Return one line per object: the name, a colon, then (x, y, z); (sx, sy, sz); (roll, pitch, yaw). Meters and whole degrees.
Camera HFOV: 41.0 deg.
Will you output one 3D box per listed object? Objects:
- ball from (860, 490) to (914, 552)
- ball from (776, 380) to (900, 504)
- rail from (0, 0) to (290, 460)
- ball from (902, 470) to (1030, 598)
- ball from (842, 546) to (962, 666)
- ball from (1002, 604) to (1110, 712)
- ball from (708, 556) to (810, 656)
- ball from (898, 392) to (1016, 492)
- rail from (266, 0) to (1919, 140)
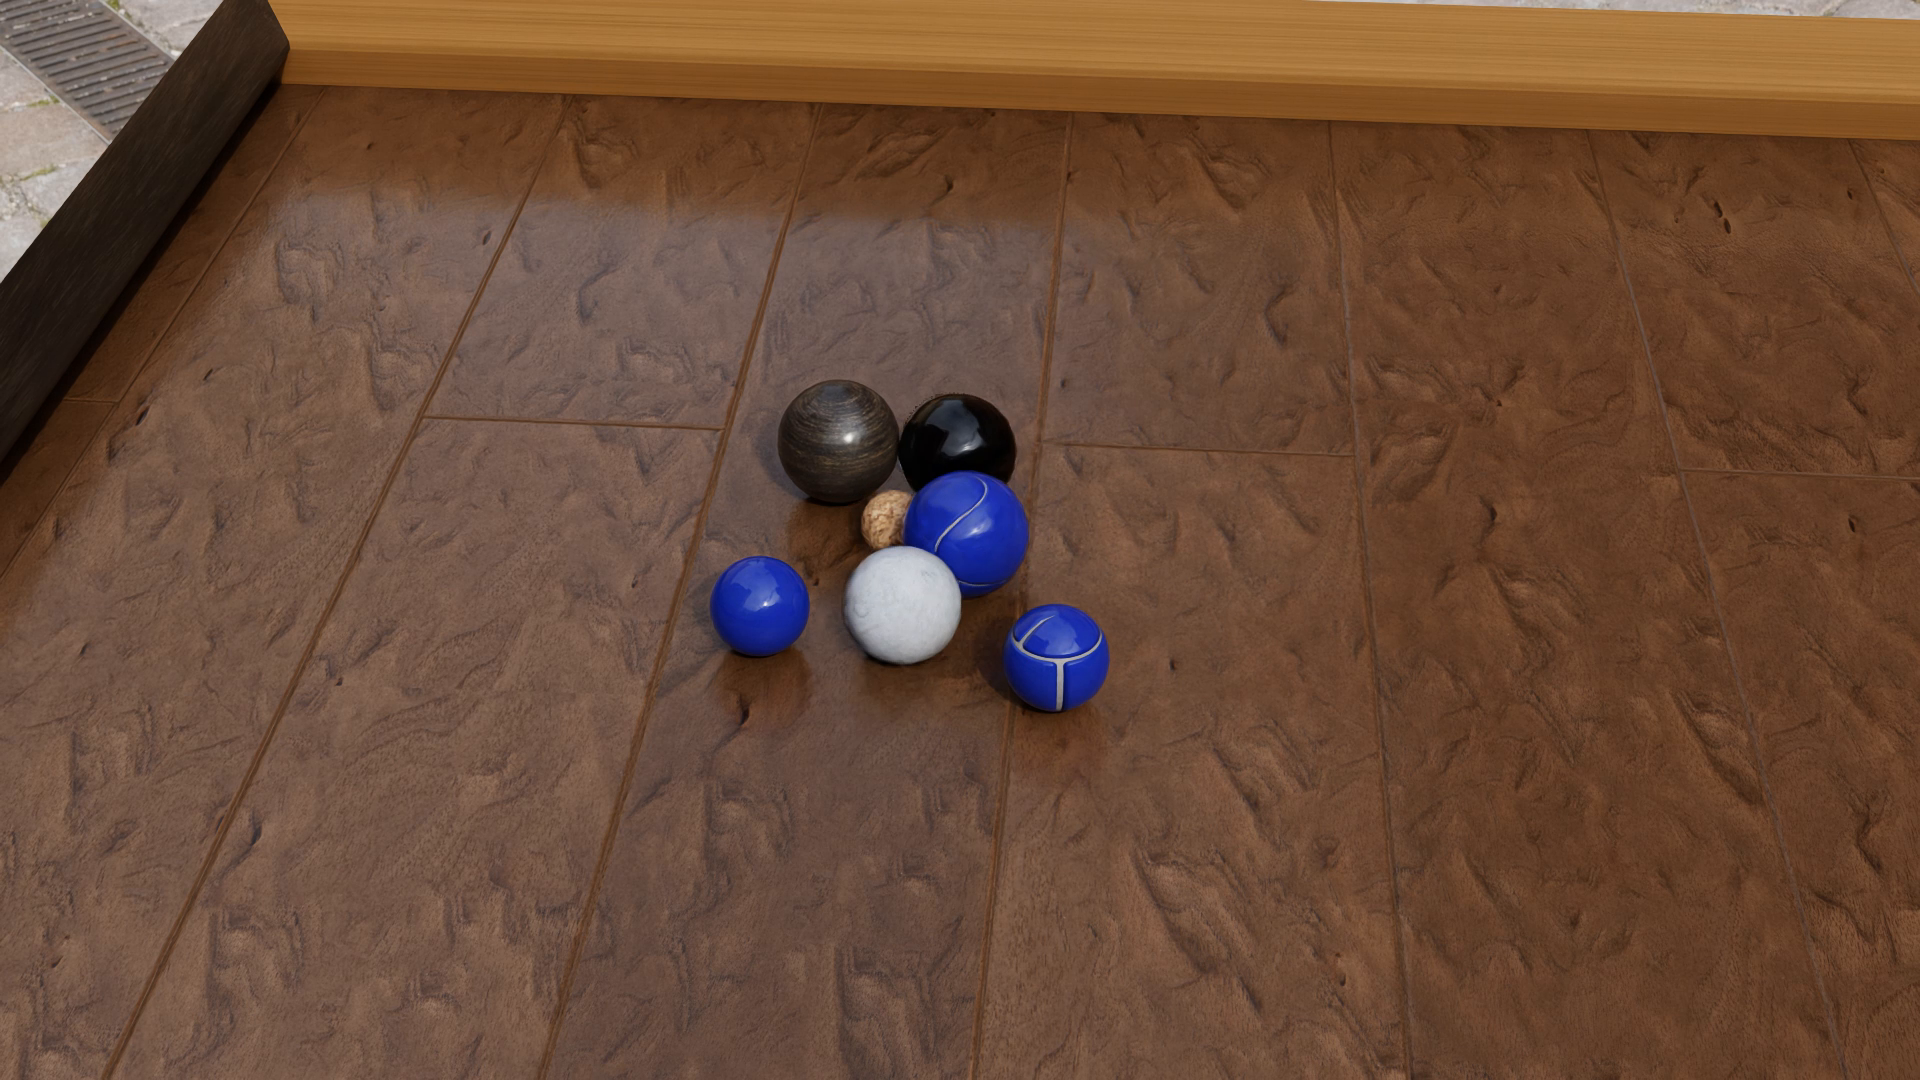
ball: (-0.049, -0.012, 1.901); (0.050, 0.050, 0.050); (0, 35, 0)
ball: (-0.093, -0.075, 1.953); (0.094, 0.094, 0.094); (0, 35, 0)
rail: (-0.740, -0.053, 1.896); (0.045, 0.122, 1.609); (3, 35, 4)
ball: (0.004, -0.004, 1.854); (0.092, 0.092, 0.092); (0, 35, 0)
ball: (-0.040, 0.045, 1.790); (0.084, 0.084, 0.084); (0, 35, 0)
ball: (0.065, 0.080, 1.748); (0.074, 0.074, 0.074); (0, 35, 0)
ball: (-0.141, 0.046, 1.800); (0.071, 0.071, 0.071); (0, 35, 0)
ball: (-0.002, -0.067, 1.945); (0.090, 0.090, 0.090); (0, 35, 0)
rail: (0.826, -0.430, 2.436); (3.063, 0.122, 0.045); (3, 35, 4)
